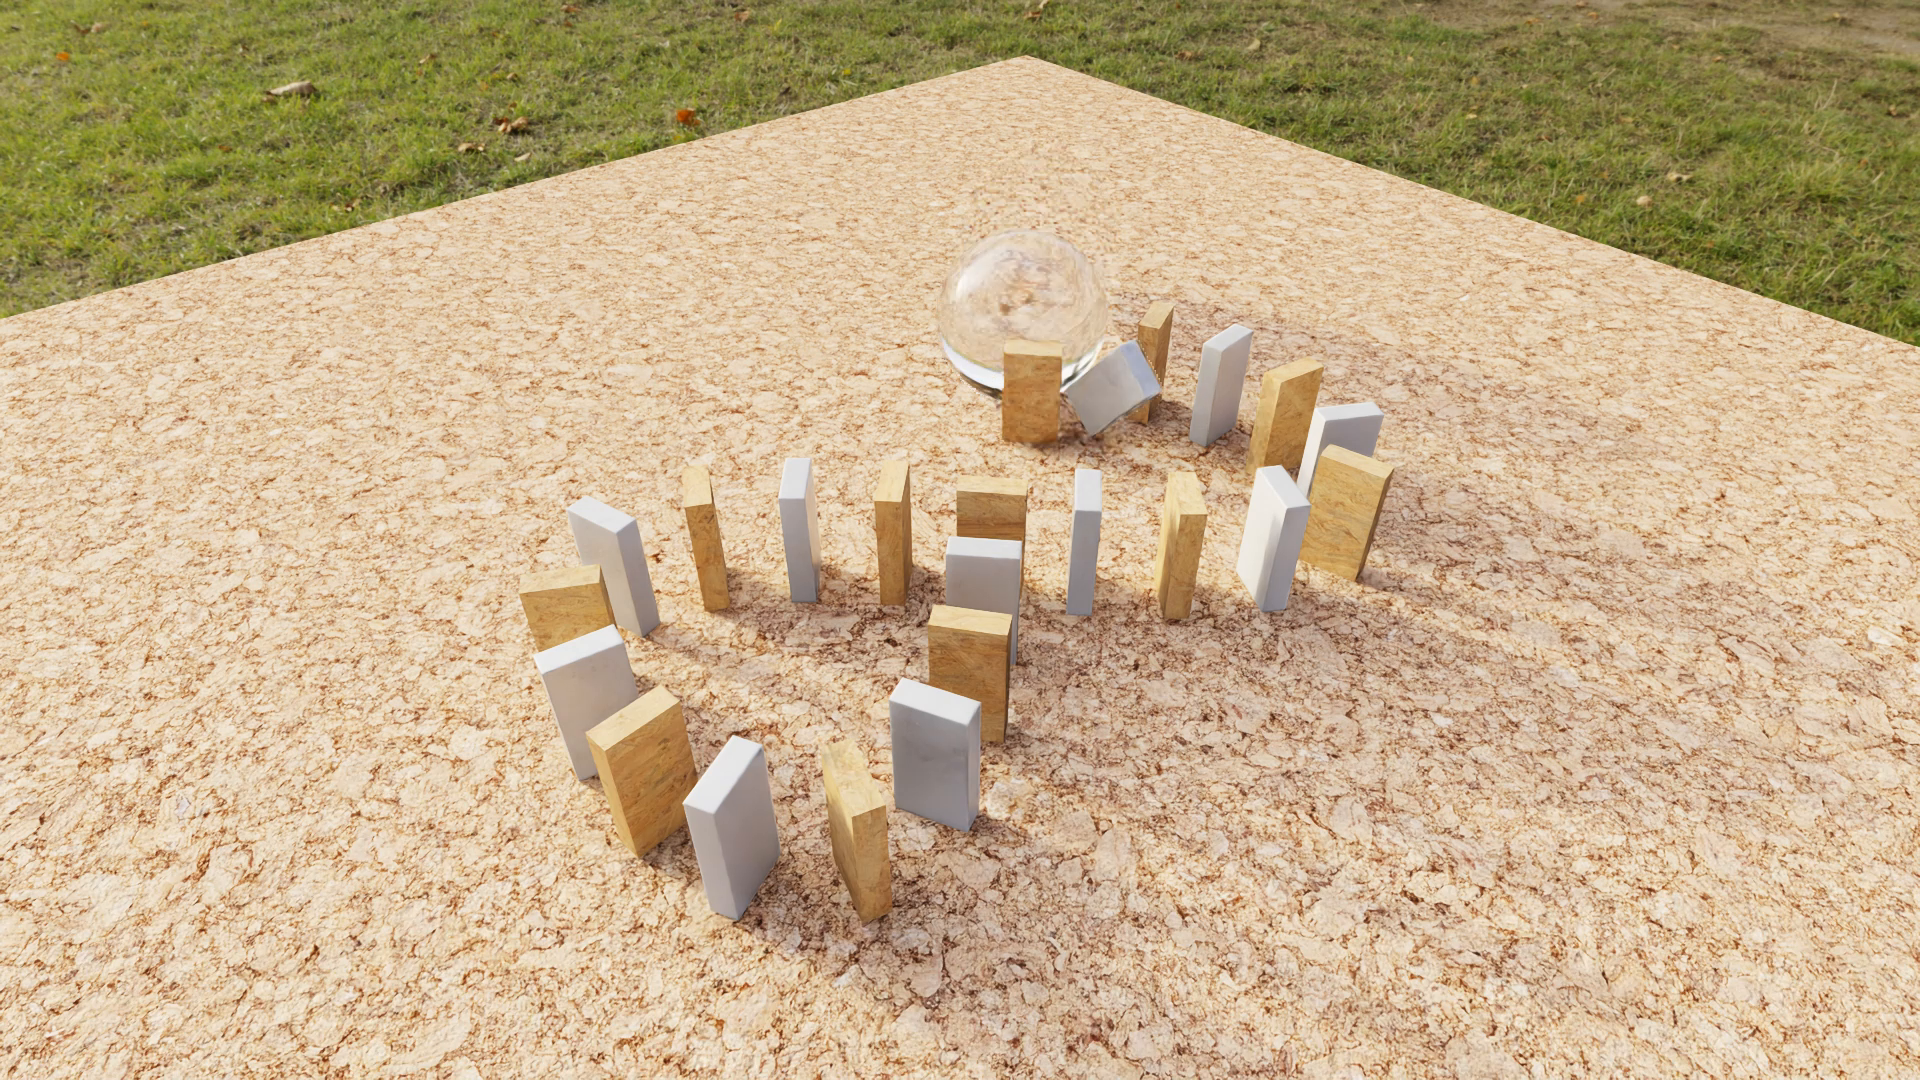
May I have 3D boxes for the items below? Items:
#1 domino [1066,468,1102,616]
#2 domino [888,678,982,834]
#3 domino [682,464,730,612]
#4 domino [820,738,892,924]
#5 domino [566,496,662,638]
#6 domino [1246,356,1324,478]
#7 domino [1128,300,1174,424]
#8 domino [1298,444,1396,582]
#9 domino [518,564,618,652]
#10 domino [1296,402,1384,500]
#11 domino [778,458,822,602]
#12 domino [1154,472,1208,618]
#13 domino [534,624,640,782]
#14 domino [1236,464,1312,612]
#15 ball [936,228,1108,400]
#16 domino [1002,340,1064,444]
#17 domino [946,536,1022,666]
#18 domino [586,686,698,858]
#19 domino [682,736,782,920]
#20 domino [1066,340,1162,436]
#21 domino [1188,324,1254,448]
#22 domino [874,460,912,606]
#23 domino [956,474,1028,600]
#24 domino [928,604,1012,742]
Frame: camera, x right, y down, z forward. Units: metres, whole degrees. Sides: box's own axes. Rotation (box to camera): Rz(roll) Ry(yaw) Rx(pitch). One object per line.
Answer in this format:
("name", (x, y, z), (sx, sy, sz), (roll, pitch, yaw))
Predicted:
("domino", (0.046, 0.001, 0.410), (0.009, 0.050, 0.025), (3, 39, 4))
("domino", (-0.007, 0.066, 0.331), (0.025, 0.050, 0.010), (15, 42, 18))
("domino", (-0.095, -0.001, 0.412), (0.009, 0.050, 0.025), (-8, 40, -10))
("domino", (-0.029, 0.083, 0.311), (0.010, 0.050, 0.025), (-16, 42, -19))
("domino", (-0.125, 0.010, 0.399), (0.025, 0.050, 0.009), (23, 44, 25))
("domino", (0.140, -0.052, 0.475), (0.025, 0.050, 0.009), (-21, 44, -24))
("domino", (0.089, -0.082, 0.512), (0.010, 0.050, 0.025), (16, 42, 18))
("domino", (0.147, -0.010, 0.424), (0.025, 0.050, 0.009), (25, 46, 28))
("domino", (-0.130, 0.032, 0.373), (0.025, 0.050, 0.009), (-8, 40, -10))
("domino", (0.154, -0.031, 0.450), (0.025, 0.050, 0.010), (-7, 40, -9))
("domino", (-0.060, -0.003, 0.416), (0.010, 0.050, 0.025), (-1, 39, -1))
("domino", (0.081, 0.002, 0.409), (0.009, 0.050, 0.025), (-1, 39, -1))
("domino", (-0.115, 0.052, 0.348), (0.025, 0.050, 0.010), (-22, 44, -25))
("domino", (0.117, 0.000, 0.411), (0.009, 0.050, 0.025), (-8, 40, -9))
("ball", (0.029, -0.104, 0.515), (0.080, 0.080, 0.080), (0, 39, 0))
("domino", (0.032, -0.065, 0.491), (0.025, 0.050, 0.009), (5, 47, 6))
("domino", (0.008, 0.022, 0.385), (0.025, 0.050, 0.010), (4, 39, 5))
("domino", (-0.092, 0.069, 0.327), (0.009, 0.050, 0.025), (30, 48, 32))
("domino", (-0.063, 0.082, 0.311), (0.010, 0.050, 0.025), (15, 42, 17))
("domino", (0.067, -0.067, 0.490), (0.009, 0.050, 0.025), (-26, 87, -26))
("domino", (0.117, -0.069, 0.496), (0.009, 0.050, 0.025), (31, 49, 32))
("domino", (-0.025, -0.002, 0.414), (0.010, 0.050, 0.025), (3, 39, 4))
("domino", (0.012, 0.000, 0.412), (0.025, 0.050, 0.010), (5, 40, 6))
("domino", (0.003, 0.044, 0.358), (0.025, 0.050, 0.009), (7, 40, 9))
